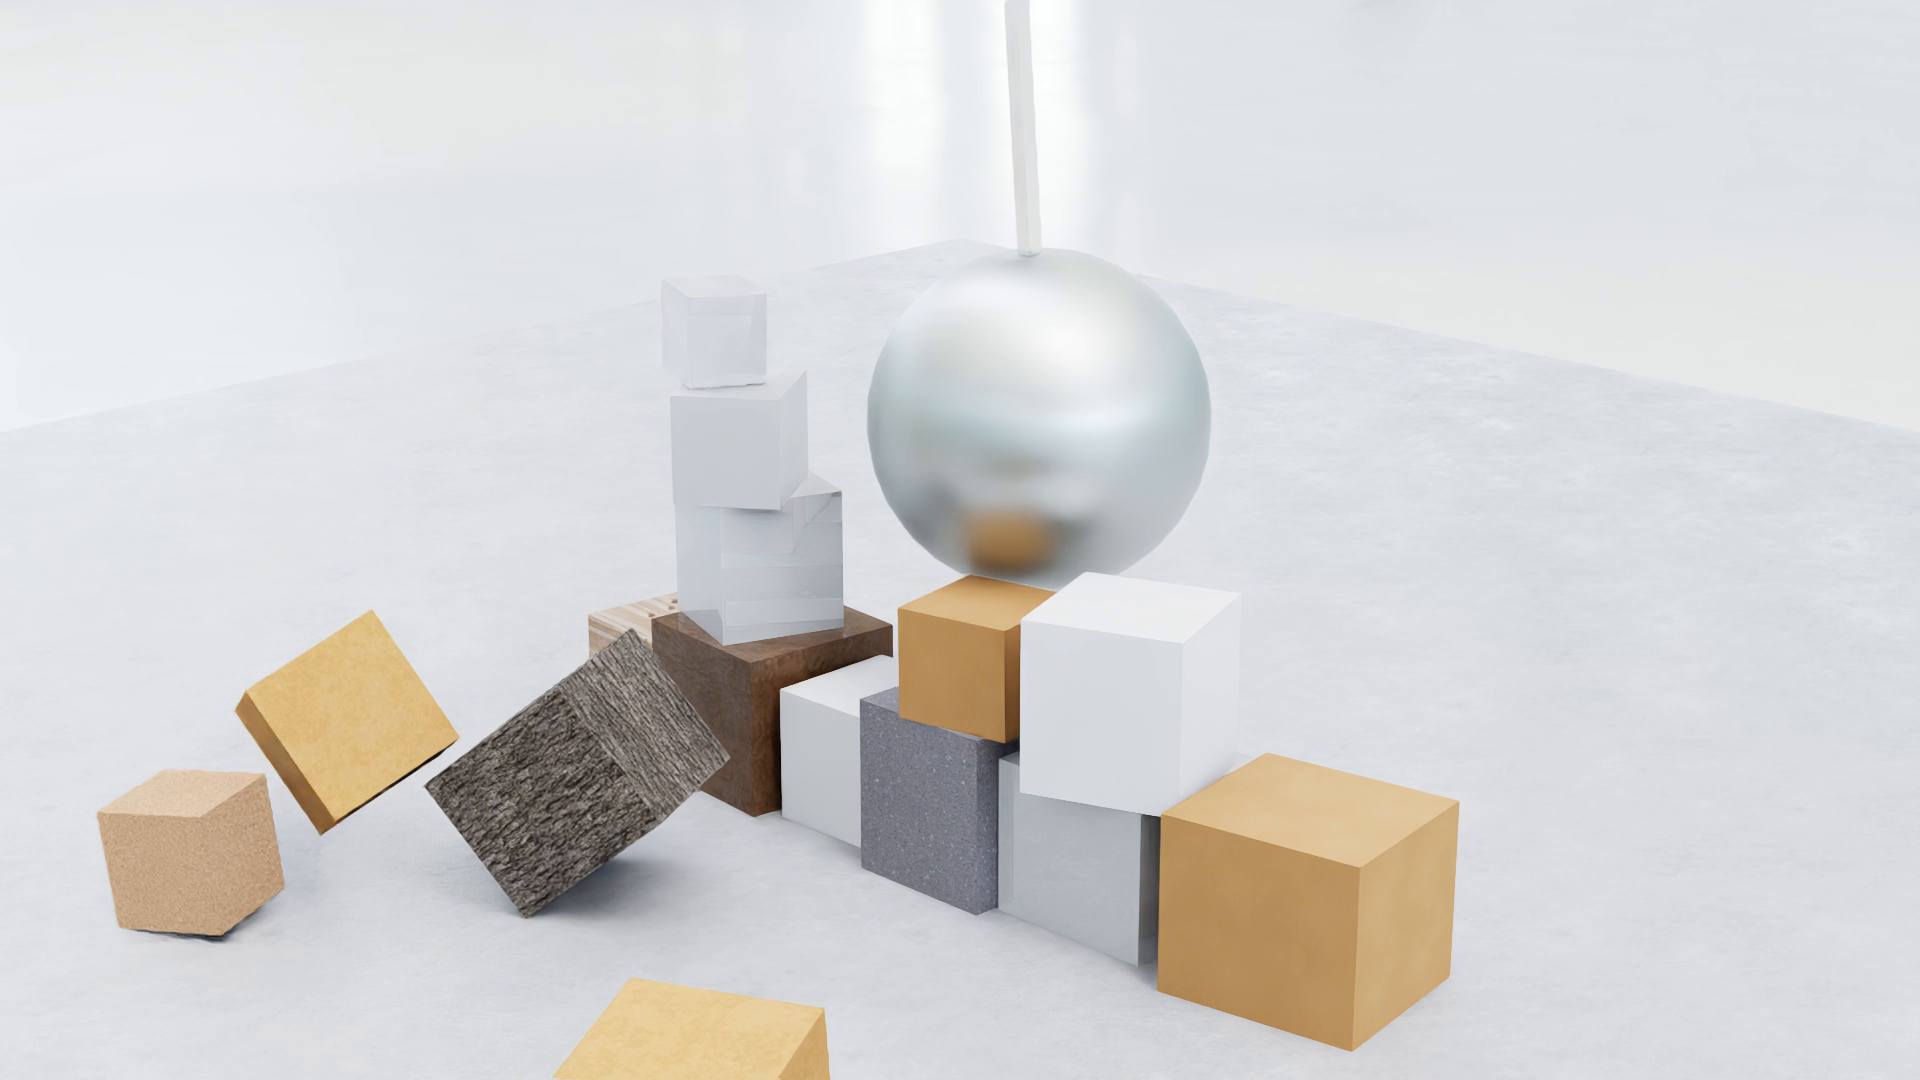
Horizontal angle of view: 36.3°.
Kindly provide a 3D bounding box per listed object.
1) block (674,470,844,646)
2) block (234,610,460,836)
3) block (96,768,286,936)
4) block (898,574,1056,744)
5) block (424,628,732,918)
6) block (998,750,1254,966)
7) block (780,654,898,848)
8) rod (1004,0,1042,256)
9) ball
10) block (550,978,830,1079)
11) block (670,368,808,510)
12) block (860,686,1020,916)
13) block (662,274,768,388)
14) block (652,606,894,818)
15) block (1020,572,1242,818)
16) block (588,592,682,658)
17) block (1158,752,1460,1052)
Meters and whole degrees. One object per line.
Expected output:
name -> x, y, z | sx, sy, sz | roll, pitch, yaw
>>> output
block -> -0.988, 0.052, 14.388 | 0.632, 0.695, 0.619 | -8, 19, -25
block -> -2.785, 0.834, 13.294 | 0.662, 0.697, 0.656 | -35, 1, -21
block -> -3.393, 1.373, 12.959 | 0.532, 0.552, 0.511 | 1, 18, 21
block -> 0.122, 0.520, 13.054 | 0.567, 0.517, 0.567 | 11, 21, 33
block -> -1.709, 1.038, 13.171 | 0.859, 0.746, 0.815 | -36, 3, 24
block -> 0.746, 1.307, 12.981 | 0.829, 0.723, 0.800 | 17, 24, 42
block -> -0.365, 1.019, 14.012 | 0.704, 0.653, 0.683 | 16, 23, 41
rod -> 0.158, -3.722, 12.338 | 0.080, 5.200, 0.080 | 17, 29, 42
ball -> 0.365, -0.552, 13.551 | 1.600, 1.600, 1.600 | 0, 17, 0
block -> -0.959, 2.096, 10.417 | 0.764, 0.653, 0.787 | 6, 26, 18
block -> -1.053, -0.499, 14.090 | 0.522, 0.534, 0.600 | 3, 18, 9
block -> 0.099, 1.108, 13.434 | 0.746, 0.831, 0.822 | 17, 24, 42
block -> -1.178, -1.004, 14.058 | 0.384, 0.437, 0.475 | -5, 18, -21
block -> -0.926, 0.779, 14.551 | 0.862, 0.789, 0.835 | -14, 22, -38
block -> 0.732, 0.653, 12.555 | 0.723, 0.780, 0.712 | 8, 19, 24
block -> -1.456, 0.691, 15.142 | 0.615, 0.602, 0.706 | -14, 22, -38
block -> 1.454, 1.490, 12.260 | 0.928, 0.805, 0.851 | 12, 21, 34
